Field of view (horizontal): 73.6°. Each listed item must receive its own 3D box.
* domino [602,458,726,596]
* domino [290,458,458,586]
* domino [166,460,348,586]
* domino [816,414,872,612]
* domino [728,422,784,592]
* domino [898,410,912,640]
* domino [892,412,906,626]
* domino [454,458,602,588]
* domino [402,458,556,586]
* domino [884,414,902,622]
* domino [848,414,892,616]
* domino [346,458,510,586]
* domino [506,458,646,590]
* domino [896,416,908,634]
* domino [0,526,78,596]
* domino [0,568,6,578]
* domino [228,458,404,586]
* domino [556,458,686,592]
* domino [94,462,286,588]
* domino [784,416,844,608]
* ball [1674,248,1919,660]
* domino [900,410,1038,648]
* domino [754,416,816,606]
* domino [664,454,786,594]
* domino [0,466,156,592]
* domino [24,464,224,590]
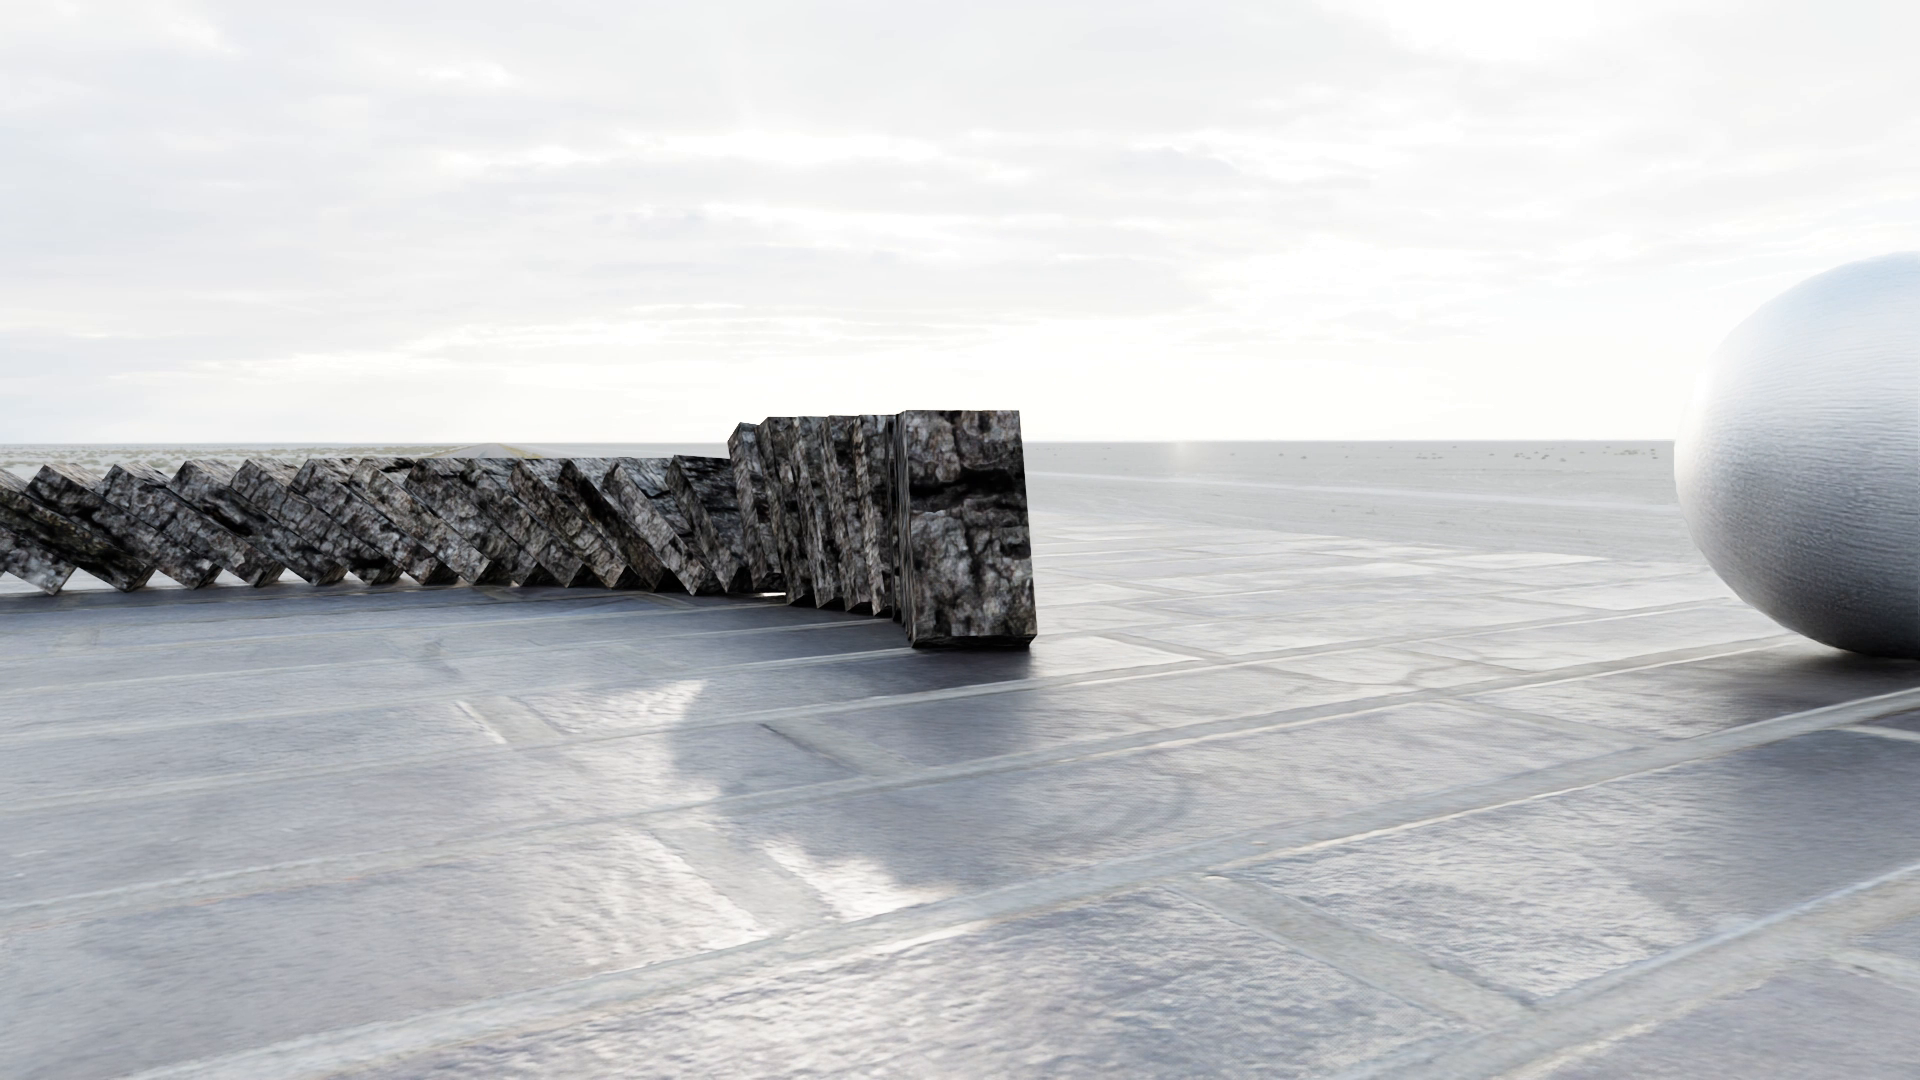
[{"bbox_3d":[-0.081,-0.005,0.377,0.050,0.010,0.025,46,28,25],"label":"domino"},{"bbox_3d":[-0.178,-0.006,0.397,0.050,0.009,0.025,38,5,0],"label":"domino"},{"bbox_3d":[-0.211,-0.006,0.391,0.050,0.009,0.025,37,-1,-9],"label":"domino"},{"bbox_3d":[-0.020,-0.007,0.333,0.025,0.050,0.009,-2,-17,-29],"label":"domino"},{"bbox_3d":[-0.048,-0.009,0.361,0.025,0.050,0.010,6,-36,-33],"label":"domino"},{"bbox_3d":[0.000,-0.004,0.283,0.025,0.050,0.009,-1,-18,-9],"label":"domino"},{"bbox_3d":[-0.002,-0.005,0.304,0.025,0.050,0.010,-1,-18,-9],"label":"domino"},{"bbox_3d":[-0.128,-0.006,0.394,0.050,0.010,0.025,40,15,12],"label":"domino"},{"bbox_3d":[-0.144,-0.006,0.397,0.050,0.009,0.025,39,12,9],"label":"domino"},{"bbox_3d":[-0.005,-0.006,0.314,0.025,0.050,0.010,-1,-18,-9],"label":"domino"},{"bbox_3d":[-0.012,-0.007,0.325,0.025,0.050,0.010,-2,-17,-24],"label":"domino"},{"bbox_3d":[-0.161,-0.006,0.398,0.050,0.010,0.025,38,8,3],"label":"domino"},{"bbox_3d":[-0.111,-0.006,0.390,0.050,0.010,0.025,42,20,17],"label":"domino"},{"bbox_3d":[-0.001,-0.004,0.293,0.025,0.050,0.009,-1,-18,-9],"label":"domino"},{"bbox_3d":[-0.274,-0.003,0.358,0.050,0.009,0.025,37,-16,-27],"label":"domino"},{"bbox_3d":[-0.286,-0.002,0.343,0.050,0.010,0.025,40,-22,-34],"label":"domino"},{"bbox_3d":[-0.195,-0.006,0.394,0.050,0.009,0.025,37,1,-6],"label":"domino"},{"bbox_3d":[-0.095,-0.005,0.384,0.050,0.009,0.025,44,24,22],"label":"domino"},{"bbox_3d":[-0.228,-0.005,0.385,0.050,0.010,0.025,36,-5,-15],"label":"domino"},{"bbox_3d":[-0.029,-0.008,0.341,0.025,0.050,0.010,-3,-17,-33],"label":"domino"},{"bbox_3d":[0.186,-0.016,0.252,0.080,0.080,0.080,0,4,0],"label":"ball"},{"bbox_3d":[0.001,-0.003,0.273,0.025,0.050,0.009,-1,-18,-9],"label":"domino"},{"bbox_3d":[-0.038,-0.008,0.348,0.025,0.050,0.009,-3,-17,-35],"label":"domino"},{"bbox_3d":[-0.064,-0.005,0.371,0.025,0.010,0.050,2,39,-40],"label":"domino"},{"bbox_3d":[-0.259,-0.003,0.370,0.050,0.009,0.025,36,-9,-20],"label":"domino"},{"bbox_3d":[-0.244,-0.004,0.378,0.050,0.010,0.025,36,-7,-17],"label":"domino"}]
